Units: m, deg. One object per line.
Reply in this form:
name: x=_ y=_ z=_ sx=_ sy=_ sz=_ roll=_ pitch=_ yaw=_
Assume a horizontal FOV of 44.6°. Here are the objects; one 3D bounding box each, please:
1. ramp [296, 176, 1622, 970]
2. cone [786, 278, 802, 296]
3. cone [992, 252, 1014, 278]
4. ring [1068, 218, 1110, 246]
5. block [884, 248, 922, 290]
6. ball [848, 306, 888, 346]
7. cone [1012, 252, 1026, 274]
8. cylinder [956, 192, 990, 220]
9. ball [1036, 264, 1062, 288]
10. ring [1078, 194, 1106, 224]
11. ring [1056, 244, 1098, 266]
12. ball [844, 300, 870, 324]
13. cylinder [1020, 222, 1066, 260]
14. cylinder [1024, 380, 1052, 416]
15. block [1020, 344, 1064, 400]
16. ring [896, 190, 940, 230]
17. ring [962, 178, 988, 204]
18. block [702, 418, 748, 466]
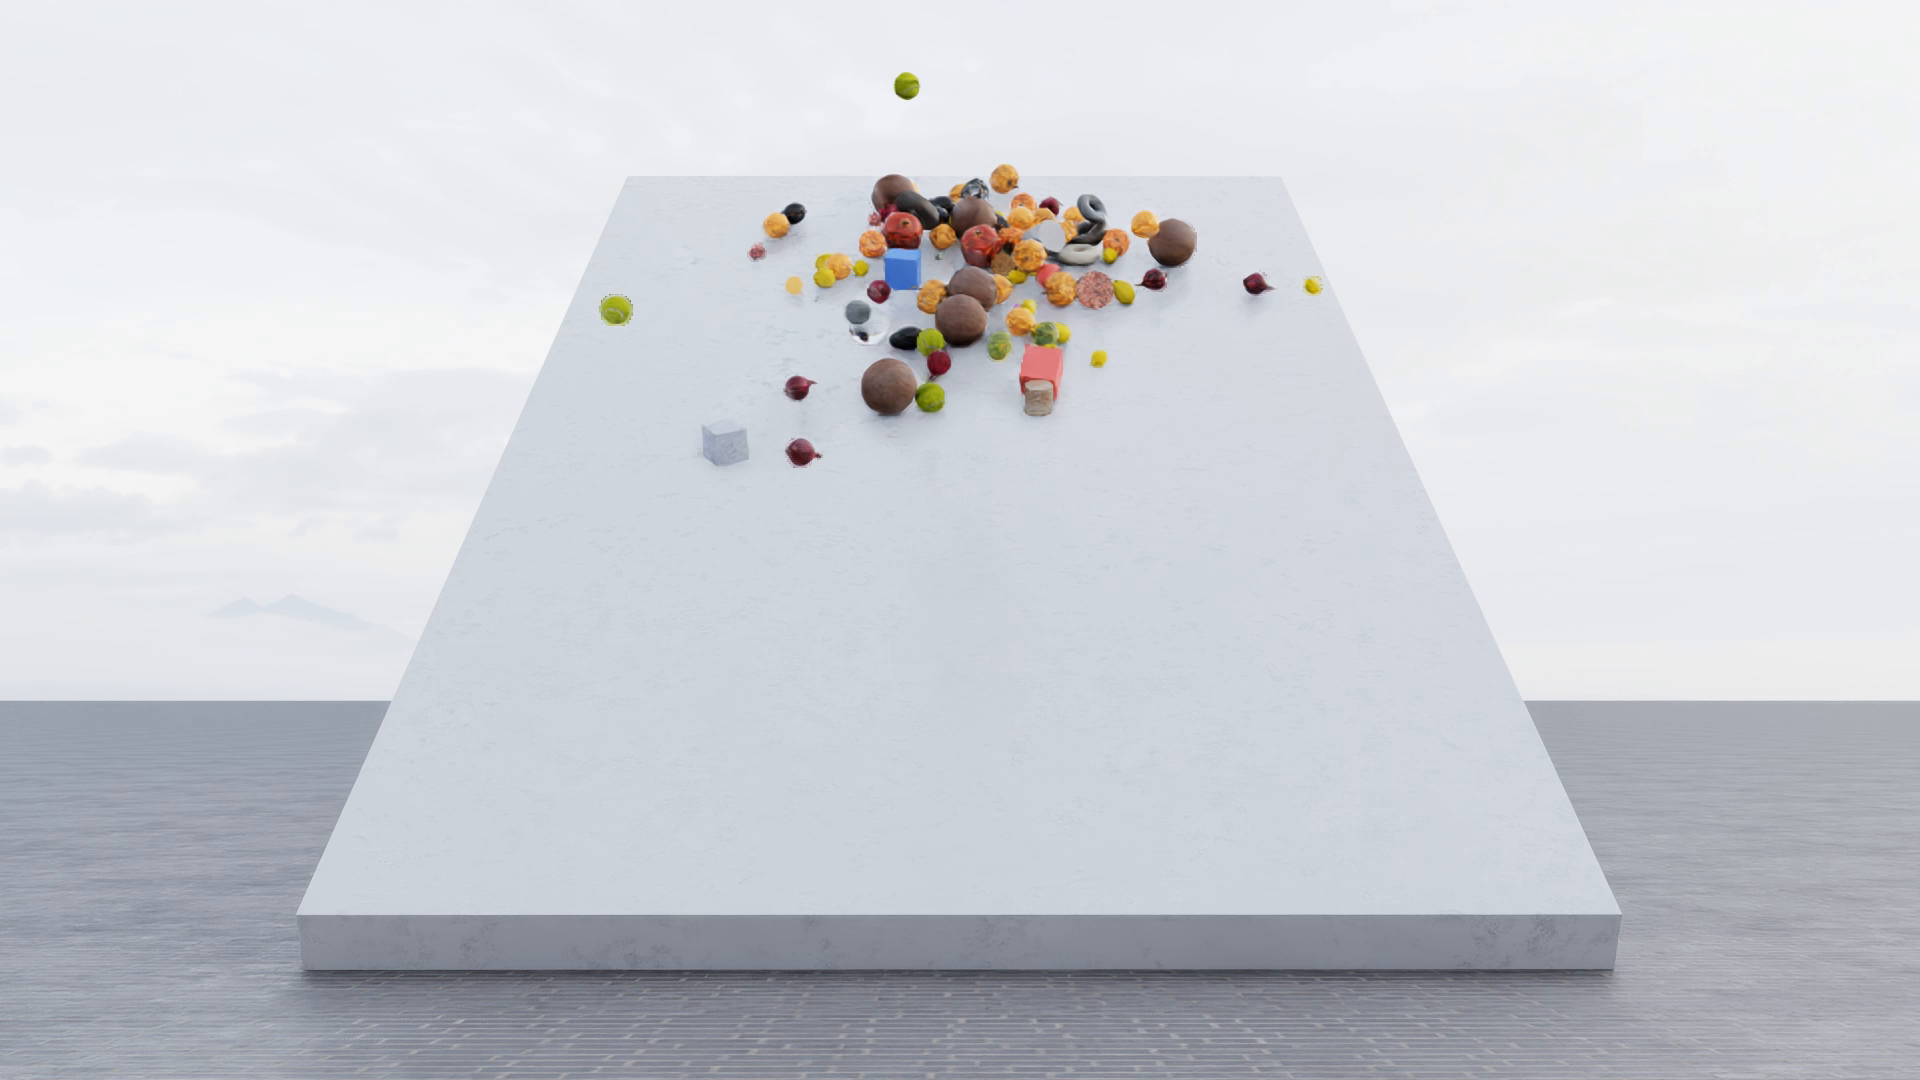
ramp: x=-0.009 y=-0.229 z=5.362 sx=2.000 sy=0.100 sz=4.000 roll=0 pitch=25 yaw=0
cone: x=-0.427 y=-0.666 z=6.159 sx=0.050 sy=0.050 sz=0.050 roll=-2 pitch=1 yaw=22
cone: x=0.103 y=-0.732 z=6.294 sx=0.069 sy=0.069 sz=0.069 roll=1 pitch=-5 yaw=-21
ring: x=0.357 y=-0.849 z=6.484 sx=0.129 sy=0.043 sz=0.129 roll=-26 pitch=29 yaw=15
block: x=-0.150 y=-0.717 z=6.197 sx=0.084 sy=0.084 sz=0.084 roll=4 pitch=25 yaw=9
ball: x=-0.226 y=-0.529 z=5.772 sx=0.099 sy=0.099 sz=0.099 roll=0 pitch=-4 yaw=0
cone: x=0.149 y=-0.753 z=6.313 sx=0.053 sy=0.053 sz=0.053 roll=0 pitch=25 yaw=0
cylinder: x=0.037 y=-0.956 z=6.618 sx=0.076 sy=0.076 sz=0.076 roll=16 pitch=33 yaw=-11
ball: x=0.236 y=-0.697 z=6.177 sx=0.067 sy=0.067 sz=0.067 roll=0 pitch=-4 yaw=0
ring: x=0.363 y=-0.914 z=6.443 sx=0.094 sy=0.094 sz=0.031 roll=3 pitch=-31 yaw=-40
ring: x=0.321 y=-0.779 z=6.388 sx=0.117 sy=0.039 sz=0.117 roll=-2 pitch=23 yaw=1
ball: x=-0.249 y=-0.554 z=5.686 sx=0.062 sy=0.062 sz=0.062 roll=0 pitch=-4 yaw=0
cylinder: x=0.224 y=-0.806 z=6.297 sx=0.087 sy=0.087 sz=0.087 roll=3 pitch=-5 yaw=-34
cylinder: x=0.180 y=-0.326 z=5.376 sx=0.065 sy=0.065 sz=0.065 roll=0 pitch=26 yaw=0
block: x=0.190 y=-0.391 z=5.444 sx=0.086 sy=0.086 sz=0.086 roll=8 pitch=-26 yaw=9
ring: x=-0.117 y=-0.912 z=6.469 sx=0.139 sy=0.046 sz=0.139 roll=33 pitch=-14 yaw=9
ring: x=0.041 y=-0.974 z=6.540 sx=0.079 sy=0.079 sz=0.026 roll=2 pitch=36 yaw=-27
block: x=-0.514 y=-0.214 z=5.119 sx=0.075 sy=0.075 sz=0.075 roll=-14 pitch=28 yaw=-28
